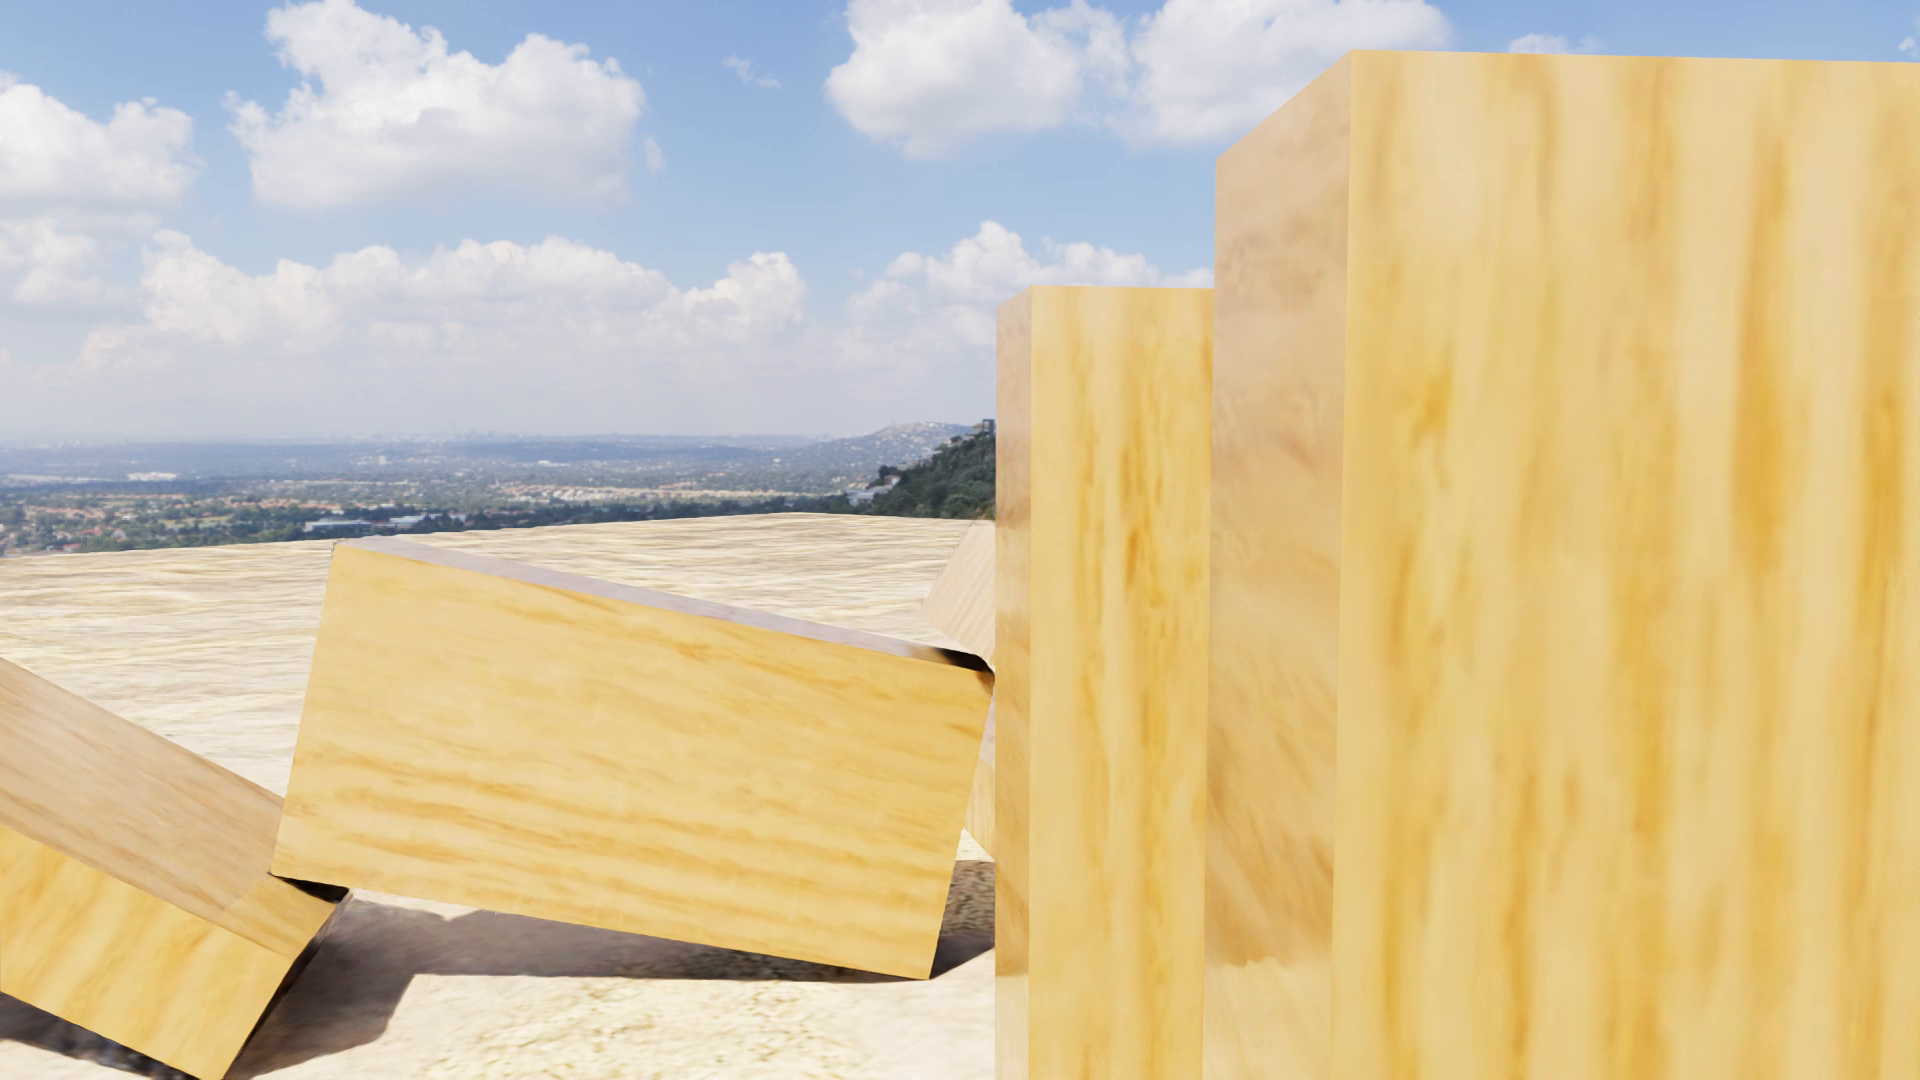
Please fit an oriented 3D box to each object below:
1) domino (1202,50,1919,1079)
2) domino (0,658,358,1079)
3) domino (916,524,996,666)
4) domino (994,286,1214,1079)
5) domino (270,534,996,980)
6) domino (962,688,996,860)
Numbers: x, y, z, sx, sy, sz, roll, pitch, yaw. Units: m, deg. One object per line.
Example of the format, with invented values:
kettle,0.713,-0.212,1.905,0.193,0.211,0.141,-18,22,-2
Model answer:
domino,0.020,0.015,0.032,0.025,0.050,0.009,0,4,-4
domino,-0.070,0.019,0.092,0.050,0.009,0.025,31,-2,-12
domino,0.022,0.017,0.108,0.050,0.009,0.025,33,-4,-14
domino,0.015,0.012,0.069,0.025,0.050,0.010,-1,4,-8
domino,-0.025,0.017,0.102,0.050,0.025,0.009,12,3,-8
domino,0.011,0.027,0.150,0.025,0.010,0.050,-1,4,-16
